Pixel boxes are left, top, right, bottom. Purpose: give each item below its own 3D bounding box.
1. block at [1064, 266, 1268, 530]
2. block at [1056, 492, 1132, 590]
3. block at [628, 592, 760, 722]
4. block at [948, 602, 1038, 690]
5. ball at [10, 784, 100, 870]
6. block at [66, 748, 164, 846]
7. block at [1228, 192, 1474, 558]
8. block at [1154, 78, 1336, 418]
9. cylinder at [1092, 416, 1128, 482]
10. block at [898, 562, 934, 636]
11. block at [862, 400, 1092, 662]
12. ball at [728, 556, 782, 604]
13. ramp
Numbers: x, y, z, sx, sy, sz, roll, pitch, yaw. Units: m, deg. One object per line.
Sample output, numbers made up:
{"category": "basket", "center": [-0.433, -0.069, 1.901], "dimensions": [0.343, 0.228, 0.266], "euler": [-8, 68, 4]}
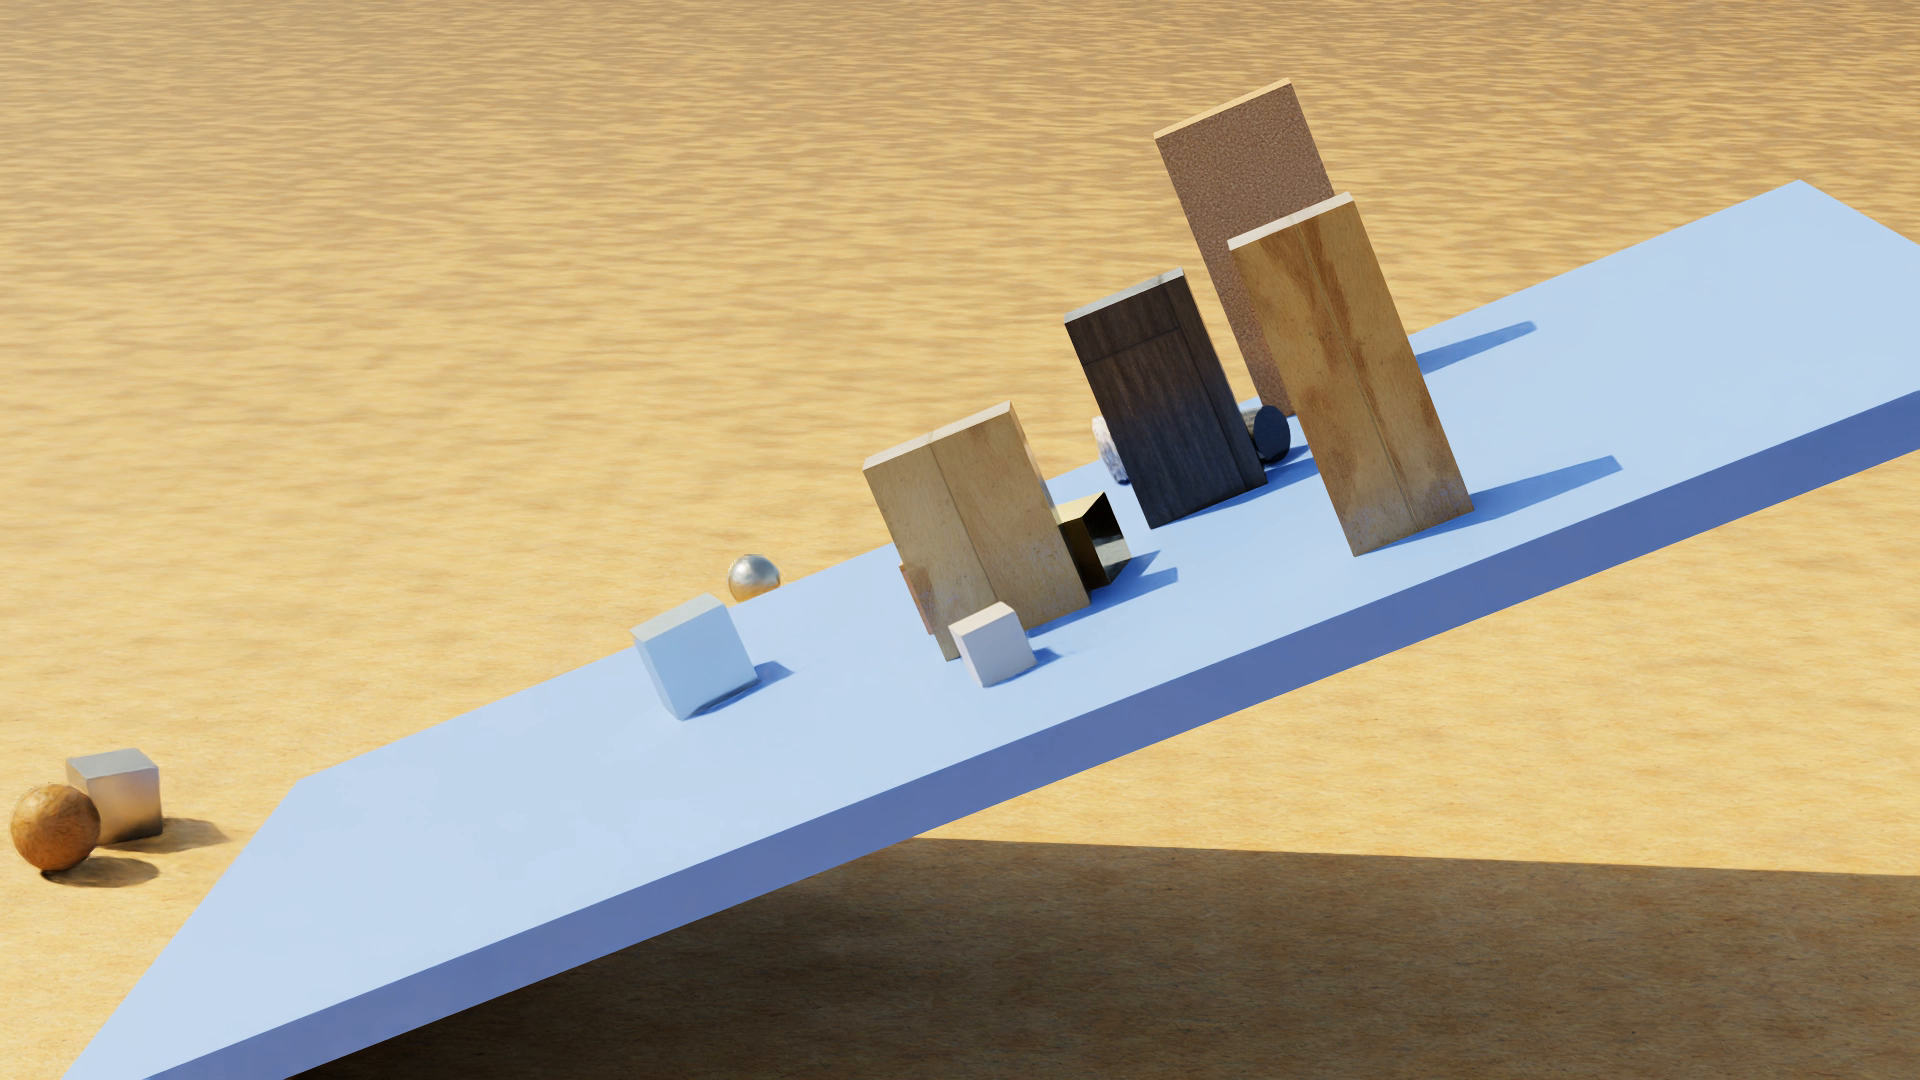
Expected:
{"category": "block", "center": [0.444, -0.305, 6.334], "dimensions": [0.272, 0.489, 0.118], "euler": [-22, 12, 8]}
{"category": "block", "center": [0.239, 0.015, 6.141], "dimensions": [0.156, 0.156, 0.156], "euler": [-17, 14, 26]}
{"category": "block", "center": [-0.592, 0.258, 6.540], "dimensions": [0.197, 0.197, 0.197], "euler": [-26, 13, -12]}
{"category": "block", "center": [0.064, 0.205, 5.754], "dimensions": [0.116, 0.116, 0.116], "euler": [-25, 12, -8]}
{"category": "ball", "center": [-2.194, 0.698, 7.136], "dimensions": [0.209, 0.209, 0.209], "euler": [0, 14, 0]}
{"category": "block", "center": [-2.125, 0.646, 7.396], "dimensions": [0.180, 0.180, 0.180], "euler": [-9, 17, -31]}
{"category": "block", "center": [0.730, -0.308, 5.495], "dimensions": [0.241, 0.628, 0.122], "euler": [-22, 12, 8]}
{"category": "block", "center": [0.736, -0.666, 6.792], "dimensions": [0.331, 0.715, 0.124], "euler": [-22, 12, 8]}
{"category": "cylinder", "center": [0.414, -0.238, 6.878], "dimensions": [0.160, 0.160, 0.160], "euler": [-21, 10, 13]}
{"category": "block", "center": [-0.010, 0.078, 6.311], "dimensions": [0.165, 0.165, 0.165], "euler": [-20, 13, 15]}
{"category": "block", "center": [0.037, -0.018, 5.996], "dimensions": [0.320, 0.434, 0.112], "euler": [-22, 12, 8]}
{"category": "ball", "center": [-0.656, 0.134, 9.412], "dimensions": [0.170, 0.170, 0.170], "euler": [0, 14, 0]}
{"category": "ramp", "center": [0.128, 0.172, 6.287], "dimensions": [4.000, 0.100, 2.000], "euler": [-22, 12, 8]}
